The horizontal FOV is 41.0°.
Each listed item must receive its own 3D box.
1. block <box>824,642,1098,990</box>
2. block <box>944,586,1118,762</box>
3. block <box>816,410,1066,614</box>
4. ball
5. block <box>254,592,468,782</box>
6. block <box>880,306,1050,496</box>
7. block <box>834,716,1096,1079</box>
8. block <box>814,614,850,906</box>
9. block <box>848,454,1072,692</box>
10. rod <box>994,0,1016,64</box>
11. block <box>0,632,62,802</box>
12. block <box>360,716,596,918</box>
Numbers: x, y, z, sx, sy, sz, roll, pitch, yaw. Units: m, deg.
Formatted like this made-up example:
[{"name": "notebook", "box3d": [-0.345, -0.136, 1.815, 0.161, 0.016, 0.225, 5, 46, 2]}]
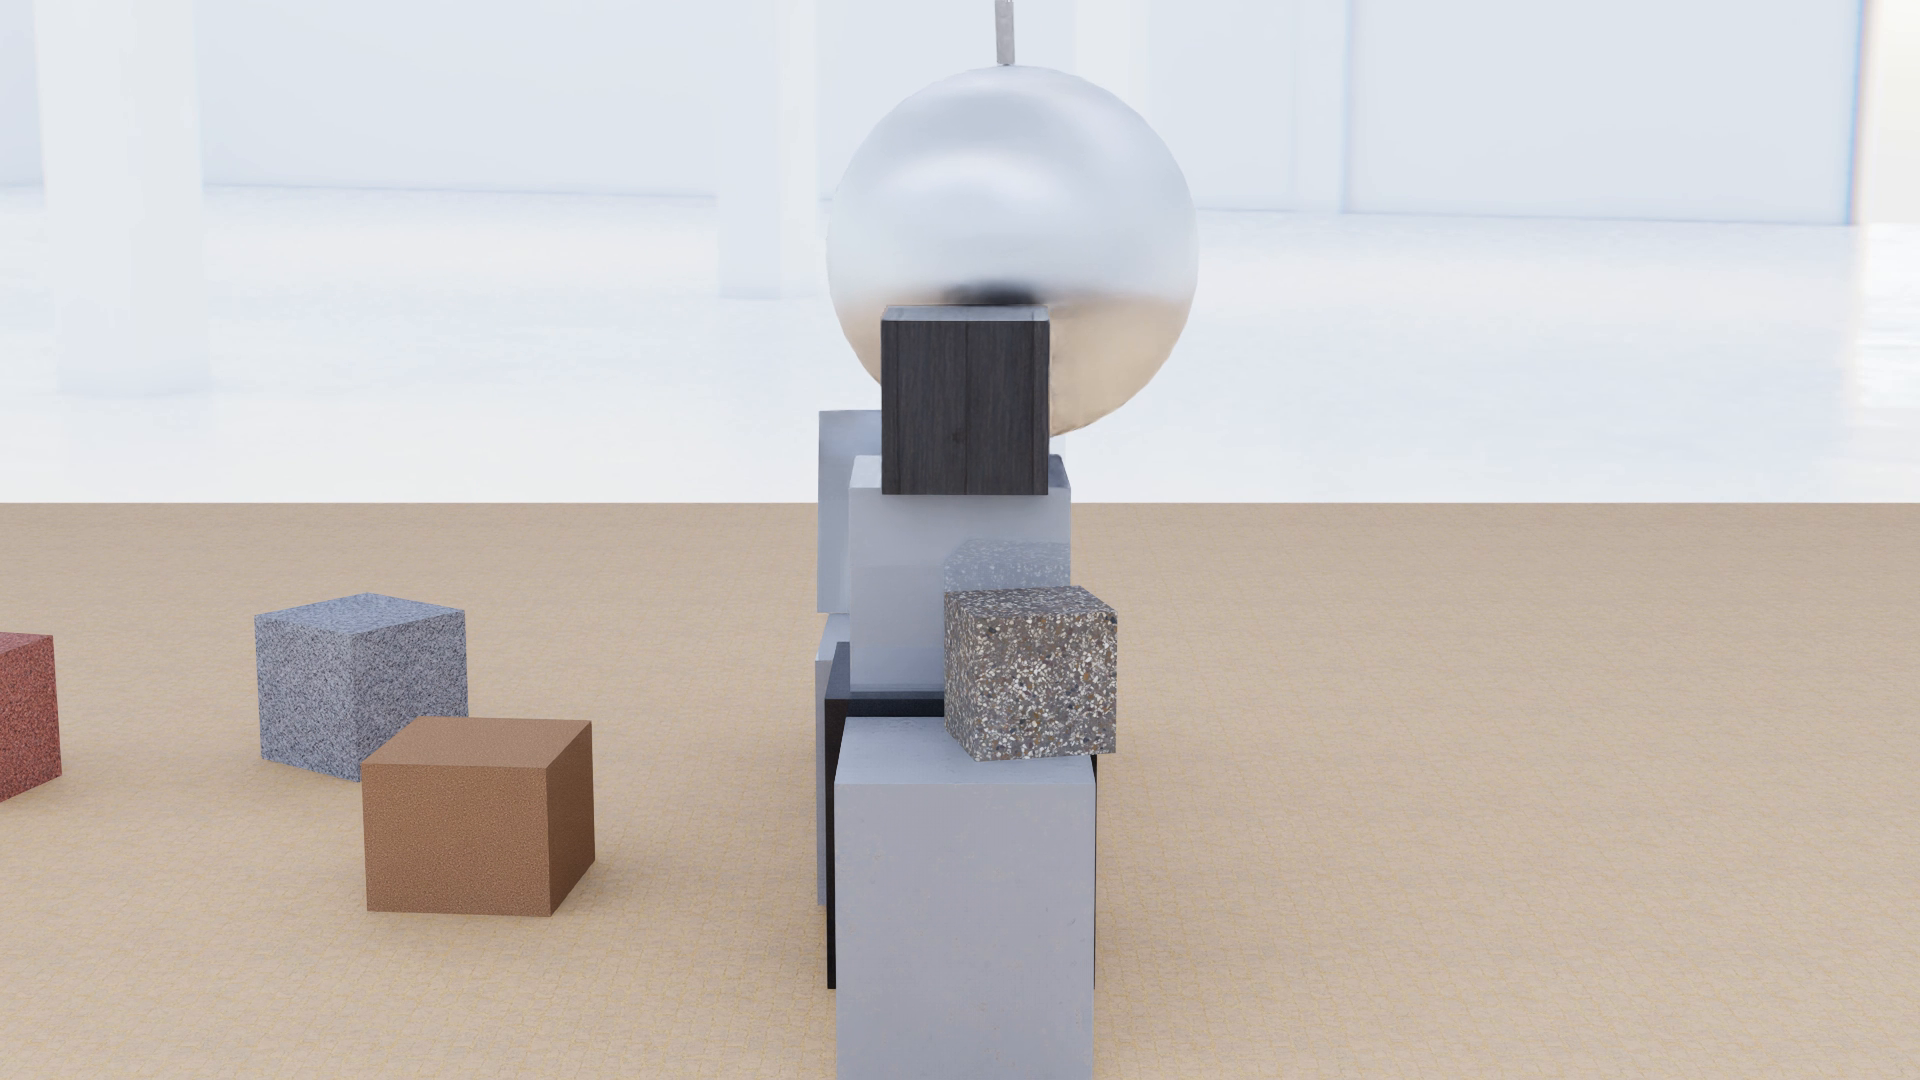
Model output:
[{"name": "block", "box3d": [0.005, 1.085, 10.358, 1.040, 1.159, 1.004, 0, 10, 0]}, {"name": "block", "box3d": [0.252, 0.480, 9.372, 0.520, 0.520, 0.491, -2, 11, -13]}, {"name": "block", "box3d": [-0.066, -0.103, 12.184, 1.061, 0.929, 1.008, 0, -3, 7]}, {"name": "ball", "box3d": [0.224, -1.219, 10.959, 1.600, 1.600, 1.600, 0, 10, 0]}, {"name": "block", "box3d": [-3.099, 0.749, 13.322, 0.763, 0.760, 0.746, 8, 13, 36]}, {"name": "block", "box3d": [0.025, -0.542, 9.813, 0.623, 0.652, 0.591, 0, 10, 1]}, {"name": "block", "box3d": [0.017, 1.294, 9.400, 0.901, 1.091, 0.935, 0, 10, 0]}, {"name": "block", "box3d": [-0.093, 0.950, 11.340, 1.022, 1.074, 0.955, 0, 10, 1]}, {"name": "block", "box3d": [-0.005, 0.116, 10.237, 0.845, 0.793, 0.862, 0, 10, -1]}, {"name": "rod", "box3d": [0.097, -4.562, 10.351, 0.080, 5.200, 0.080, -2, 10, 0]}, {"name": "block", "box3d": [-4.975, 0.877, 12.713, 0.697, 0.727, 0.667, 3, 11, 15]}, {"name": "block", "box3d": [-2.084, 1.192, 11.193, 0.794, 0.650, 0.806, 1, 10, 5]}]
